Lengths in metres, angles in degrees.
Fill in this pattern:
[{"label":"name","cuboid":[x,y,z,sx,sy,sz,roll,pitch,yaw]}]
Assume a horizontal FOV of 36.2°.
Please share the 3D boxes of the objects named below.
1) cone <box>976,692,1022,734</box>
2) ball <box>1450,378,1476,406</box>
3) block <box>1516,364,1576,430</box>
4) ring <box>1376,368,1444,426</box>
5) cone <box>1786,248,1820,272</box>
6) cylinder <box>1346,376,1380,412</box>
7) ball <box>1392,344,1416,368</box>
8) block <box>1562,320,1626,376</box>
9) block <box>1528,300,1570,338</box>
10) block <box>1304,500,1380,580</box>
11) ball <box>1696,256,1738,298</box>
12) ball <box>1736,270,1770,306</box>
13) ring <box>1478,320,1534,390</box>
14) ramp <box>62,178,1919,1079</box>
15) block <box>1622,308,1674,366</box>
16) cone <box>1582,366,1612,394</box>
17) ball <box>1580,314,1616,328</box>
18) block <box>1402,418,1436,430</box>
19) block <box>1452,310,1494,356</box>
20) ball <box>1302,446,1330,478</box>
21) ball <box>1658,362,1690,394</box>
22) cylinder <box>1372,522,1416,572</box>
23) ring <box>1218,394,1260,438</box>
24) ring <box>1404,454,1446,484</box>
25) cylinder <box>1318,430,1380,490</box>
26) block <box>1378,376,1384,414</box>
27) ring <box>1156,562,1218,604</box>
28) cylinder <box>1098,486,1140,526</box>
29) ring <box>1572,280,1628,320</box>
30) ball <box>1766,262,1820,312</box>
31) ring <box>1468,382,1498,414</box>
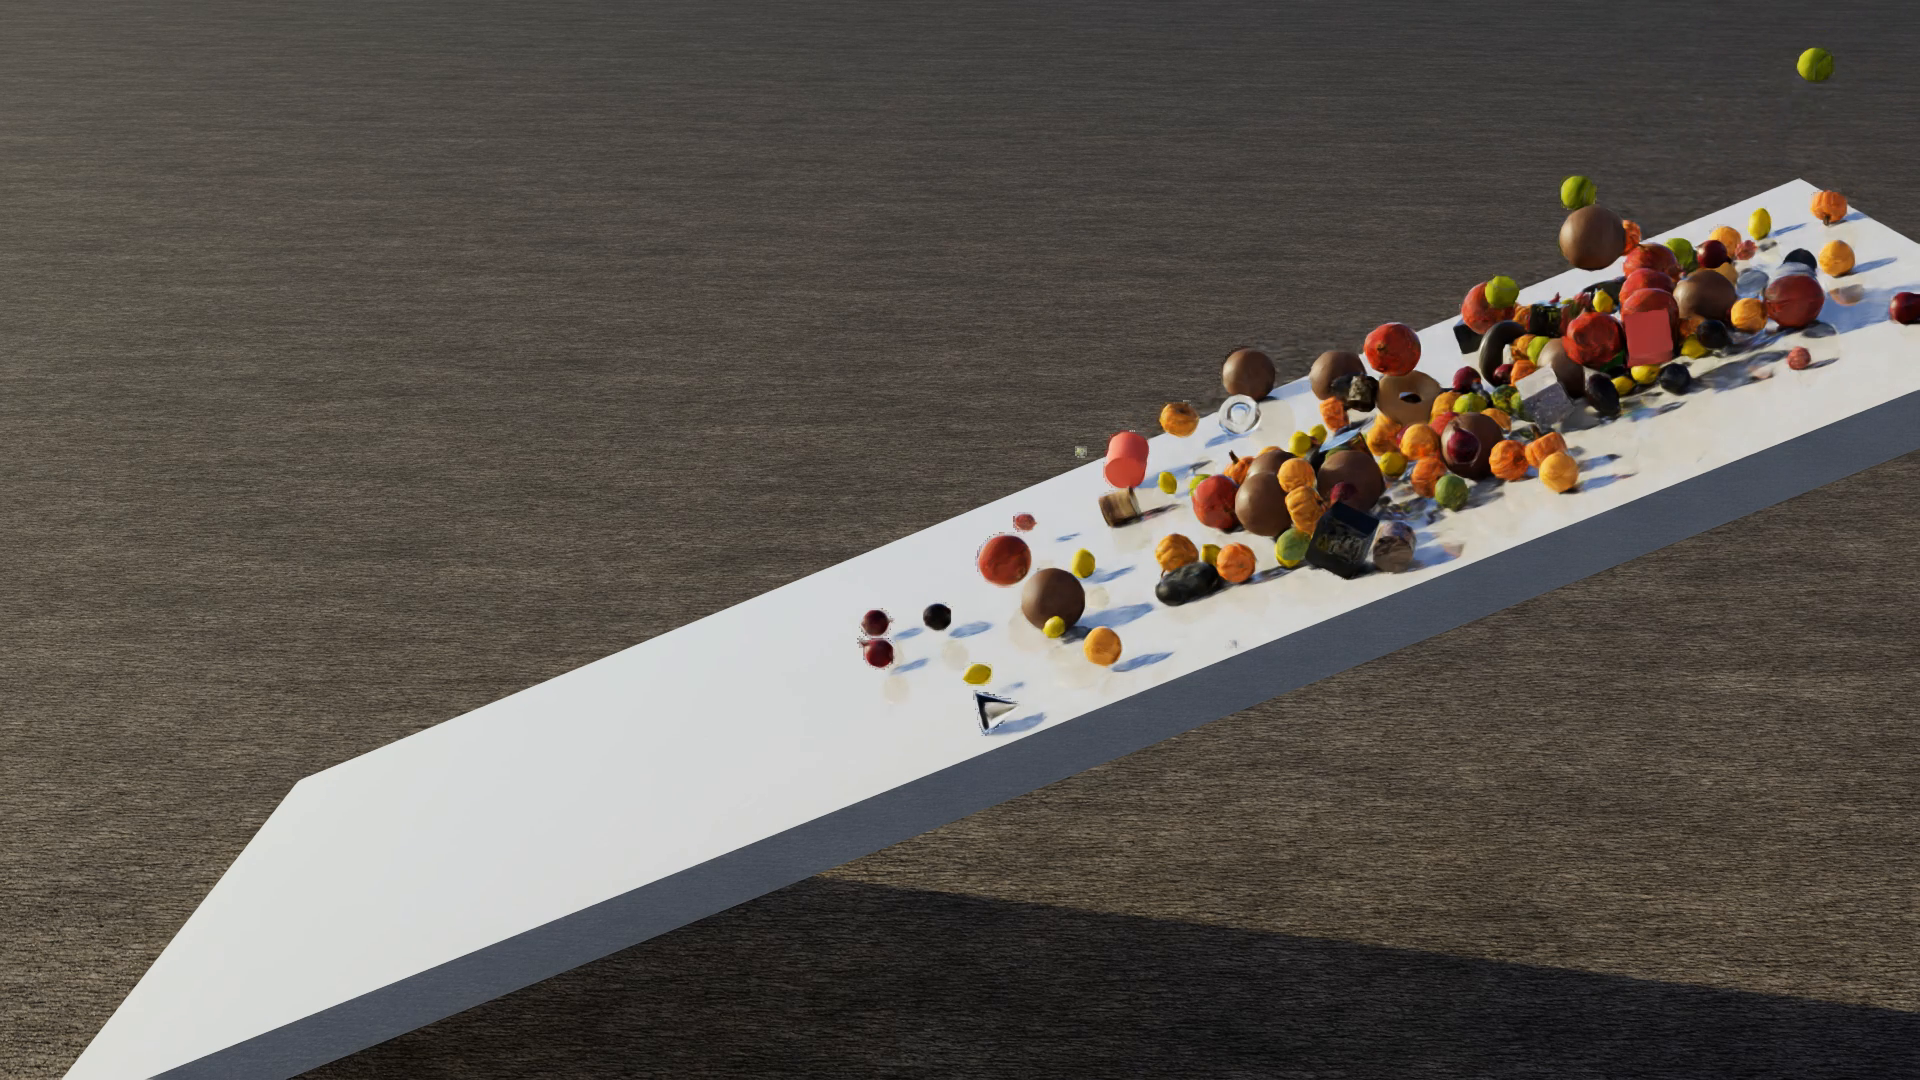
[{"label":"cone","cuboid":[0.075,0.311,5.411,0.081,0.081,0.081,-12,15,-1]},{"label":"ball","cuboid":[1.070,-0.313,6.222,0.063,0.063,0.063,0,14,0]},{"label":"block","cuboid":[1.148,-0.281,5.766,0.078,0.078,0.078,-30,26,15]},{"label":"ring","cuboid":[0.944,-0.299,6.175,0.149,0.050,0.149,2,49,-3]},{"label":"cone","cuboid":[1.747,-0.565,6.118,0.067,0.067,0.067,2,-20,6]},{"label":"cylinder","cuboid":[0.842,-0.306,6.146,0.057,0.057,0.057,13,-20,5]},{"label":"ball","cuboid":[0.938,-0.387,6.211,0.050,0.050,0.050,0,14,0]},{"label":"block","cuboid":[1.303,-0.393,6.028,0.087,0.087,0.087,-23,10,-11]},{"label":"block","cuboid":[1.143,-0.428,5.706,0.060,0.060,0.060,11,15,26]},{"label":"block","cuboid":[0.704,0.001,5.419,0.090,0.090,0.090,28,34,16]},{"label":"ball","cuboid":[1.599,-0.556,6.218,0.087,0.087,0.087,0,14,0]},{"label":"ball","cuboid":[1.628,-0.515,6.019,0.075,0.075,0.075,0,14,0]},{"label":"ring","cuboid":[1.154,-0.390,6.215,0.148,0.148,0.049,-11,11,-36]},{"label":"ramp","cuboid":[0.128,0.172,6.287,4.000,0.100,2.000,-22,12,8]},{"label":"block","cuboid":[1.339,-0.393,5.731,0.085,0.085,0.085,-7,-12,9]},{"label":"cone","cuboid":[1.241,-0.323,5.782,0.055,0.055,0.055,-14,55,-43]},{"label":"ball","cuboid":[1.329,-0.430,6.123,0.084,0.084,0.084,0,14,0]},{"label":"block","cuboid":[0.972,-0.288,6.273,0.071,0.071,0.071,-18,14,24]},{"label":"block","cuboid":[1.173,-0.472,6.684,0.069,0.069,0.069,-15,15,35]},{"label":"ball","cuboid":[0.752,-0.162,6.157,0.068,0.068,0.068,0,14,0]},{"label":"ball","cuboid":[1.375,-0.311,5.660,0.060,0.060,0.060,0,14,0]},{"label":"cylinder","cuboid":[0.788,0.013,5.336,0.073,0.073,0.073,3,21,13]},{"label":"ring","cuboid":[0.612,-0.270,6.445,0.097,0.097,0.032,6,-1,24]},{"label":"ring","cuboid":[0.923,-0.141,5.836,0.087,0.029,0.087,-25,18,9]},{"label":"cylinder","cuboid":[0.795,-0.163,6.002,0.093,0.093,0.093,-28,9,5]},{"label":"block","cuboid":[0.941,-0.318,6.400,0.058,0.058,0.058,1,47,18]},{"label":"ring","cuboid":[0.443,0.084,5.745,0.131,0.044,0.131,-21,13,5]},{"label":"cylinder","cuboid":[0.354,-0.074,6.505,0.070,0.070,0.070,-20,9,16]},{"label":"ring","cuboid":[1.381,-0.516,6.344,0.123,0.041,0.123,-12,-26,-6]},{"label":"ball","cuboid":[1.657,-0.503,5.850,0.100,0.100,0.100,0,14,0]},{"label":"ring","cuboid":[1.081,-0.293,6.078,0.027,0.080,0.080,-38,14,5]}]
